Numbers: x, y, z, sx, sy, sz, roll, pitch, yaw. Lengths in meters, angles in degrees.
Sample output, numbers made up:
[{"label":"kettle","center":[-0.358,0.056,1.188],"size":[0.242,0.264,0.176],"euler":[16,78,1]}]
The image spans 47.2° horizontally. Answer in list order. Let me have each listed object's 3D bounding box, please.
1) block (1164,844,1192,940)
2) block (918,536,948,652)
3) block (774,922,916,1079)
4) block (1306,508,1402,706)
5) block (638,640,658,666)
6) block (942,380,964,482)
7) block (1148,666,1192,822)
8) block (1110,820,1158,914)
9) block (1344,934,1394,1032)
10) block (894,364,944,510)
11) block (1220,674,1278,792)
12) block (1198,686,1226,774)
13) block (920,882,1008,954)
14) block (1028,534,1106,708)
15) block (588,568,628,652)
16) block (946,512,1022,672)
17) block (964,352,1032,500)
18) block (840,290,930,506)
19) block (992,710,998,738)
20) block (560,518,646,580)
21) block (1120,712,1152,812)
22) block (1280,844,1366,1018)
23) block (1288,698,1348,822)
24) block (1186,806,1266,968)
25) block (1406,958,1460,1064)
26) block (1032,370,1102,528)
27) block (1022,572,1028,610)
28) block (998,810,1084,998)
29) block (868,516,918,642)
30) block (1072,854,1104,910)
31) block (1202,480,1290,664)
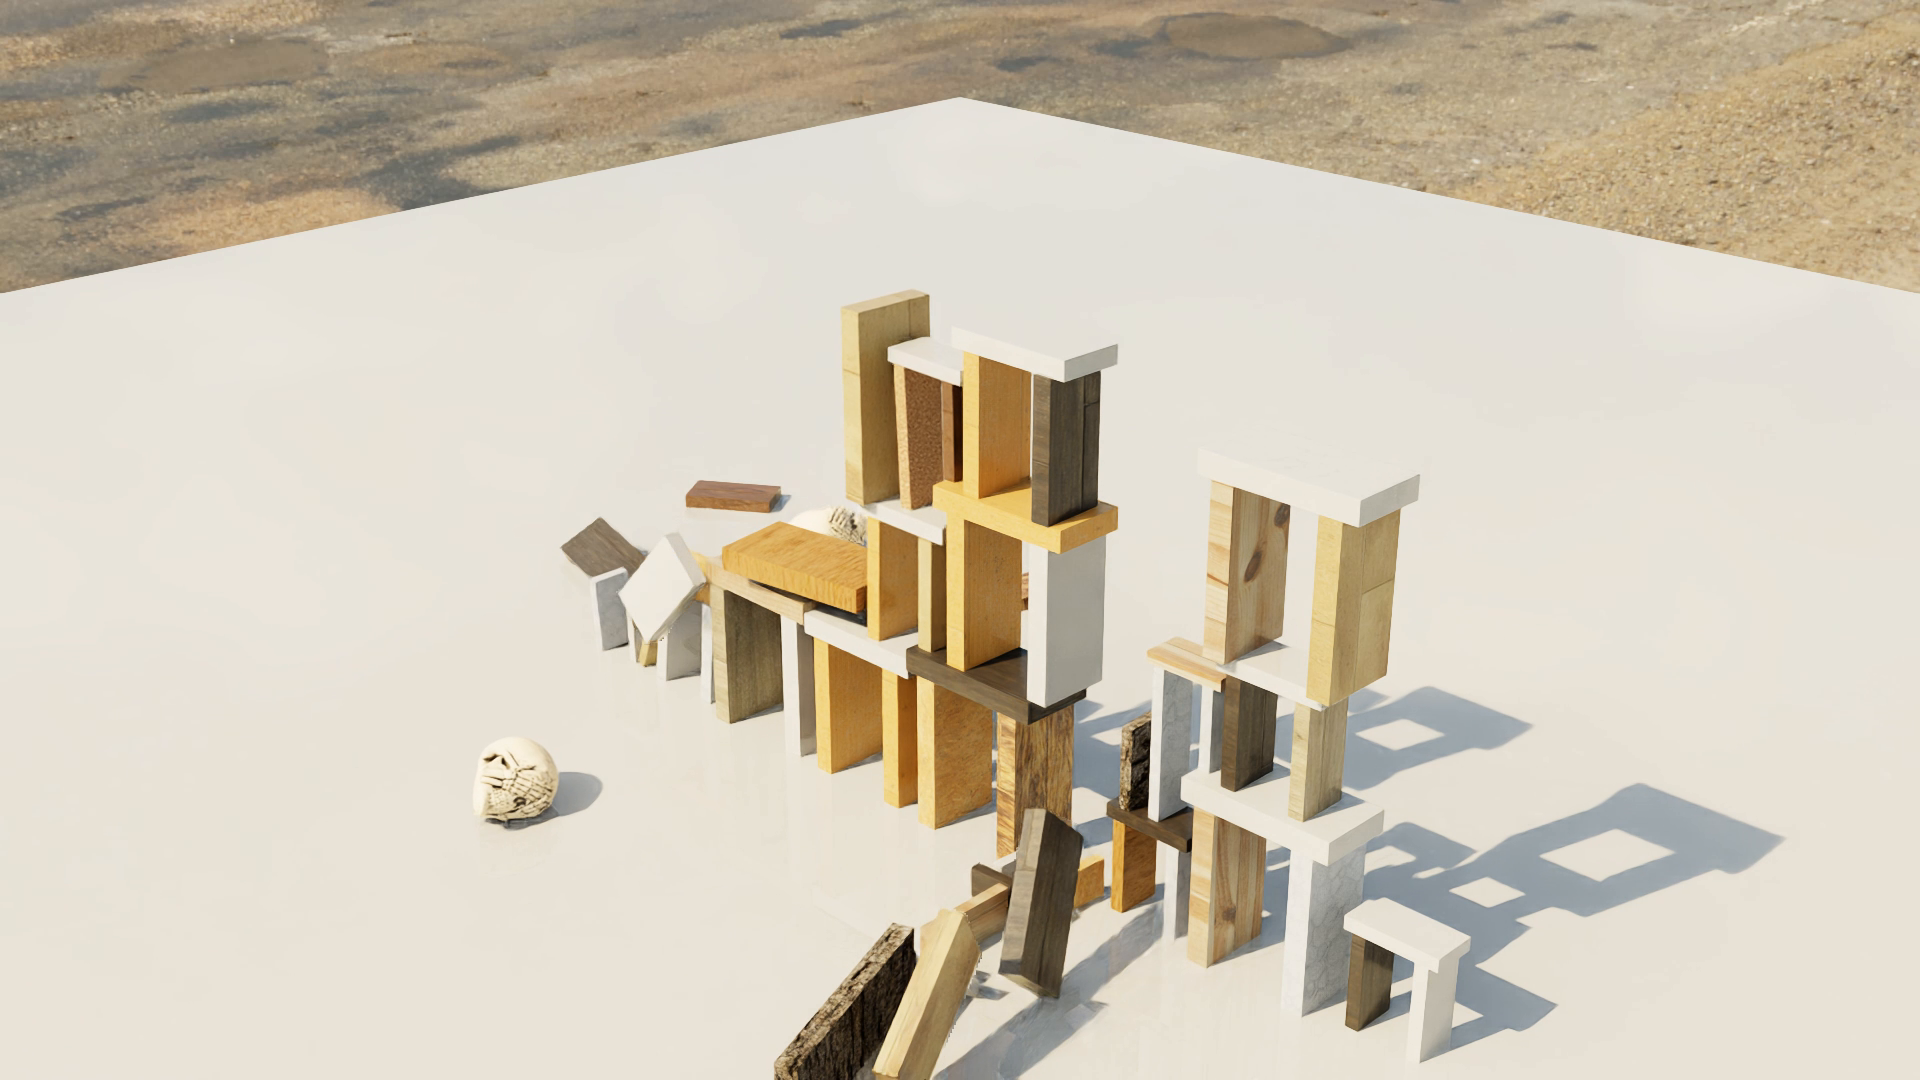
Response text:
[{"label":"block","center":[0.417,0.629,4.033],"size":[0.027,0.192,0.096],"euler":[21,31,41]},{"label":"block","center":[-0.026,0.089,4.285],"size":[0.119,0.239,0.034],"euler":[-21,32,-41]},{"label":"block","center":[-0.185,0.813,3.655],"size":[0.042,0.148,0.437],"euler":[10,25,22]},{"label":"block","center":[0.638,0.092,3.564],"size":[0.046,0.323,0.162],"euler":[21,31,41]},{"label":"block","center":[-0.678,0.210,5.042],"size":[0.090,0.180,0.025],"euler":[-17,52,-34]},{"label":"block","center":[0.012,-0.215,4.125],"size":[0.098,0.195,0.028],"euler":[-21,30,-41]},{"label":"block","center":[0.380,0.355,3.967],"size":[0.083,0.309,0.024],"euler":[-21,31,-40]},{"label":"block","center":[0.327,0.594,4.117],"size":[0.027,0.192,0.096],"euler":[21,31,41]},{"label":"block","center":[0.705,0.741,3.774],"size":[0.027,0.188,0.094],"euler":[21,31,41]},{"label":"block","center":[-0.075,-0.208,4.223],"size":[0.098,0.287,0.028],"euler":[-21,28,-41]},{"label":"block","center":[0.502,0.317,3.808],"size":[0.031,0.219,0.109],"euler":[21,31,40]},{"label":"block","center":[0.458,0.320,3.868],"size":[0.024,0.166,0.083],"euler":[21,31,41]},{"label":"block","center":[0.010,0.703,3.997],"size":[0.024,0.084,0.204],"euler":[21,31,40]},{"label":"block","center":[0.198,0.136,4.073],"size":[0.159,0.319,0.045],"euler":[-21,31,-41]},{"label":"block","center":[-0.813,0.162,5.143],"size":[0.090,0.180,0.026],"euler":[-21,31,-35]},{"label":"block","center":[0.047,0.077,4.212],"size":[0.045,0.319,0.159],"euler":[21,31,41]},{"label":"block","center":[0.069,-0.228,4.050],"size":[0.139,0.278,0.039],"euler":[-21,31,-41]},{"label":"block","center":[-0.140,-0.276,4.254],"size":[0.180,0.388,0.051],"euler":[-20,29,-38]},{"label":"block","center":[-0.007,0.392,4.787],"size":[0.271,0.038,0.135],"euler":[-8,24,-19]},{"label":"block","center":[-0.812,0.098,5.409],"size":[0.131,0.037,0.622],"euler":[-39,35,-13]},{"label":"block","center":[0.329,0.405,4.031],"size":[0.024,0.167,0.084],"euler":[19,30,38]},{"label":"block","center":[0.631,0.654,3.814],"size":[0.045,0.317,0.158],"euler":[21,31,41]},{"label":"block","center":[0.605,0.357,3.713],"size":[0.031,0.219,0.109],"euler":[21,31,41]},{"label":"block","center":[0.482,0.595,3.952],"size":[0.045,0.317,0.158],"euler":[21,31,41]},{"label":"block","center":[0.794,0.775,3.692],"size":[0.027,0.188,0.094],"euler":[21,31,41]},{"label":"block","center":[0.190,-0.175,3.926],"size":[0.039,0.278,0.139],"euler":[20,30,39]},{"label":"block","center":[0.200,0.115,5.447],"size":[0.236,0.033,0.118],"euler":[-16,28,-33]},{"label":"block","center":[0.144,0.637,3.859],"size":[0.042,0.148,0.295],"euler":[-4,62,31]},{"label":"block","center":[-0.129,0.061,4.385],"size":[0.119,0.265,0.034],"euler":[-21,32,-40]},{"label":"block","center":[0.205,0.653,4.119],"size":[0.159,0.080,0.023],"euler":[-19,29,-37]},{"label":"block","center":[0.485,0.033,3.704],"size":[0.046,0.323,0.162],"euler":[21,31,41]}]
